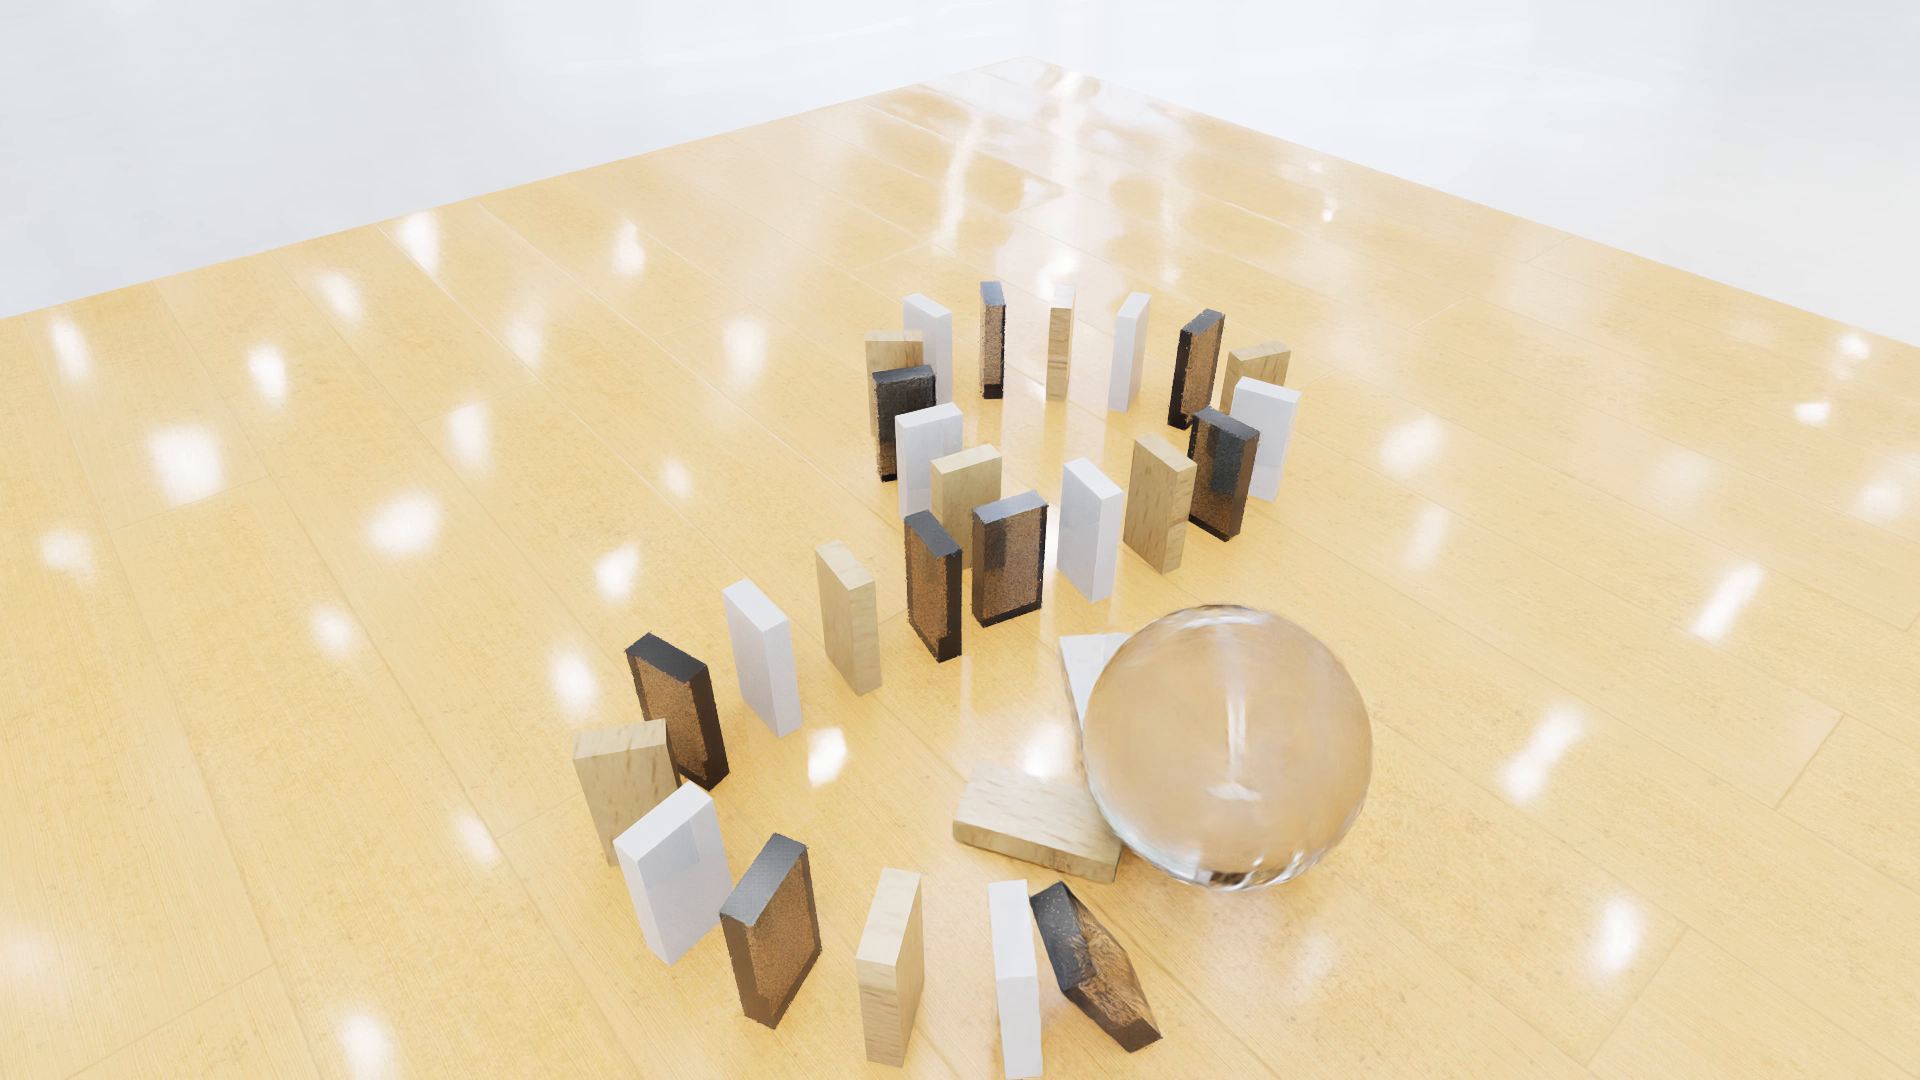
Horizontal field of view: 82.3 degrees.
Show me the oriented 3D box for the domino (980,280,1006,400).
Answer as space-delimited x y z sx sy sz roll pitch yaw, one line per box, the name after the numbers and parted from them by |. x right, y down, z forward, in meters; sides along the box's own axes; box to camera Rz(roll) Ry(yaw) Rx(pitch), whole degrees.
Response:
0.015 -0.096 0.528 0.009 0.050 0.025 -3 39 -3 | domino

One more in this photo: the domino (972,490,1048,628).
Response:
0.018 0.008 0.402 0.025 0.050 0.010 -17 42 -20 | domino

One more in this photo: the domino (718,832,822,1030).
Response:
-0.048 0.102 0.286 0.009 0.050 0.025 16 42 19 | domino

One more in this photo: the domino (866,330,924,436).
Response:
-0.029 -0.070 0.497 0.025 0.050 0.009 1 39 1 | domino

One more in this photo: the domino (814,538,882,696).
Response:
-0.038 0.027 0.378 0.009 0.050 0.025 -22 44 -24 | domino

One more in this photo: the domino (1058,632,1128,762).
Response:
0.050 0.053 0.379 0.025 0.010 0.050 -3 38 -5 | domino

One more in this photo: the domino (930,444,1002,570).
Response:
0.002 -0.011 0.425 0.025 0.050 0.010 -18 43 -21 | domino

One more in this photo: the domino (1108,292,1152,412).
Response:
0.080 -0.088 0.519 0.009 0.050 0.025 15 42 17 | domino

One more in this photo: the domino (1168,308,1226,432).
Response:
0.109 -0.078 0.507 0.010 0.050 0.025 26 46 28 | domino

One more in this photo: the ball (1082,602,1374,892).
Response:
0.075 0.058 0.312 0.080 0.080 0.080 0 39 0 | ball

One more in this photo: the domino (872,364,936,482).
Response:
-0.023 -0.049 0.472 0.025 0.050 0.010 -10 40 -12 | domino

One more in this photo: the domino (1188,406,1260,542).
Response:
0.104 -0.026 0.443 0.009 0.050 0.025 -30 48 -31 | domino

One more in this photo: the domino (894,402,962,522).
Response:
-0.012 -0.030 0.448 0.025 0.050 0.010 -16 42 -19 | domino

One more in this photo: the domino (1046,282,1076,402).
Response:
0.048 -0.094 0.527 0.010 0.050 0.025 6 40 8 | domino

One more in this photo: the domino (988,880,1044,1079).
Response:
0.014 0.111 0.276 0.009 0.050 0.025 -5 39 0 | domino

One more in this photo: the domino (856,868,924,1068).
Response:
-0.017 0.109 0.279 0.009 0.050 0.025 8 40 9 | domino

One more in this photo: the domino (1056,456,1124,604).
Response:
0.048 -0.003 0.416 0.010 0.050 0.025 -19 43 -22 | domino

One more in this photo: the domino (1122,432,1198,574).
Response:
0.077 -0.014 0.428 0.009 0.050 0.025 -21 44 -24 | domino

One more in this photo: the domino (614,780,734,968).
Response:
-0.077 0.092 0.300 0.010 0.050 0.025 27 47 29 | domino

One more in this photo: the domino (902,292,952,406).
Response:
-0.015 -0.088 0.519 0.009 0.050 0.025 -27 47 -29 | domino

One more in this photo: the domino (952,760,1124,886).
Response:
0.026 0.086 0.338 0.050 0.010 0.025 12 39 15 | domino

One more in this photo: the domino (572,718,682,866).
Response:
-0.094 0.074 0.321 0.025 0.050 0.009 -8 40 -10 | domino

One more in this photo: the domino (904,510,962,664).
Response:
-0.009 0.017 0.391 0.010 0.050 0.025 -19 43 -21 | domino

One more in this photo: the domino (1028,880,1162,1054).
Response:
0.035 0.109 0.279 0.010 0.050 0.025 -29 43 6 | domino

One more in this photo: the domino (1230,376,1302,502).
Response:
0.125 -0.042 0.463 0.025 0.050 0.010 21 44 23 | domino

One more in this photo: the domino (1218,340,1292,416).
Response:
0.129 -0.062 0.487 0.025 0.050 0.009 -14 41 -16 | domino

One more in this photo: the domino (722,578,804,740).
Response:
-0.065 0.040 0.363 0.010 0.050 0.025 -27 47 -29 | domino

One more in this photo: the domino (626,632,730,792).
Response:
-0.088 0.054 0.345 0.025 0.050 0.010 23 45 26 | domino
